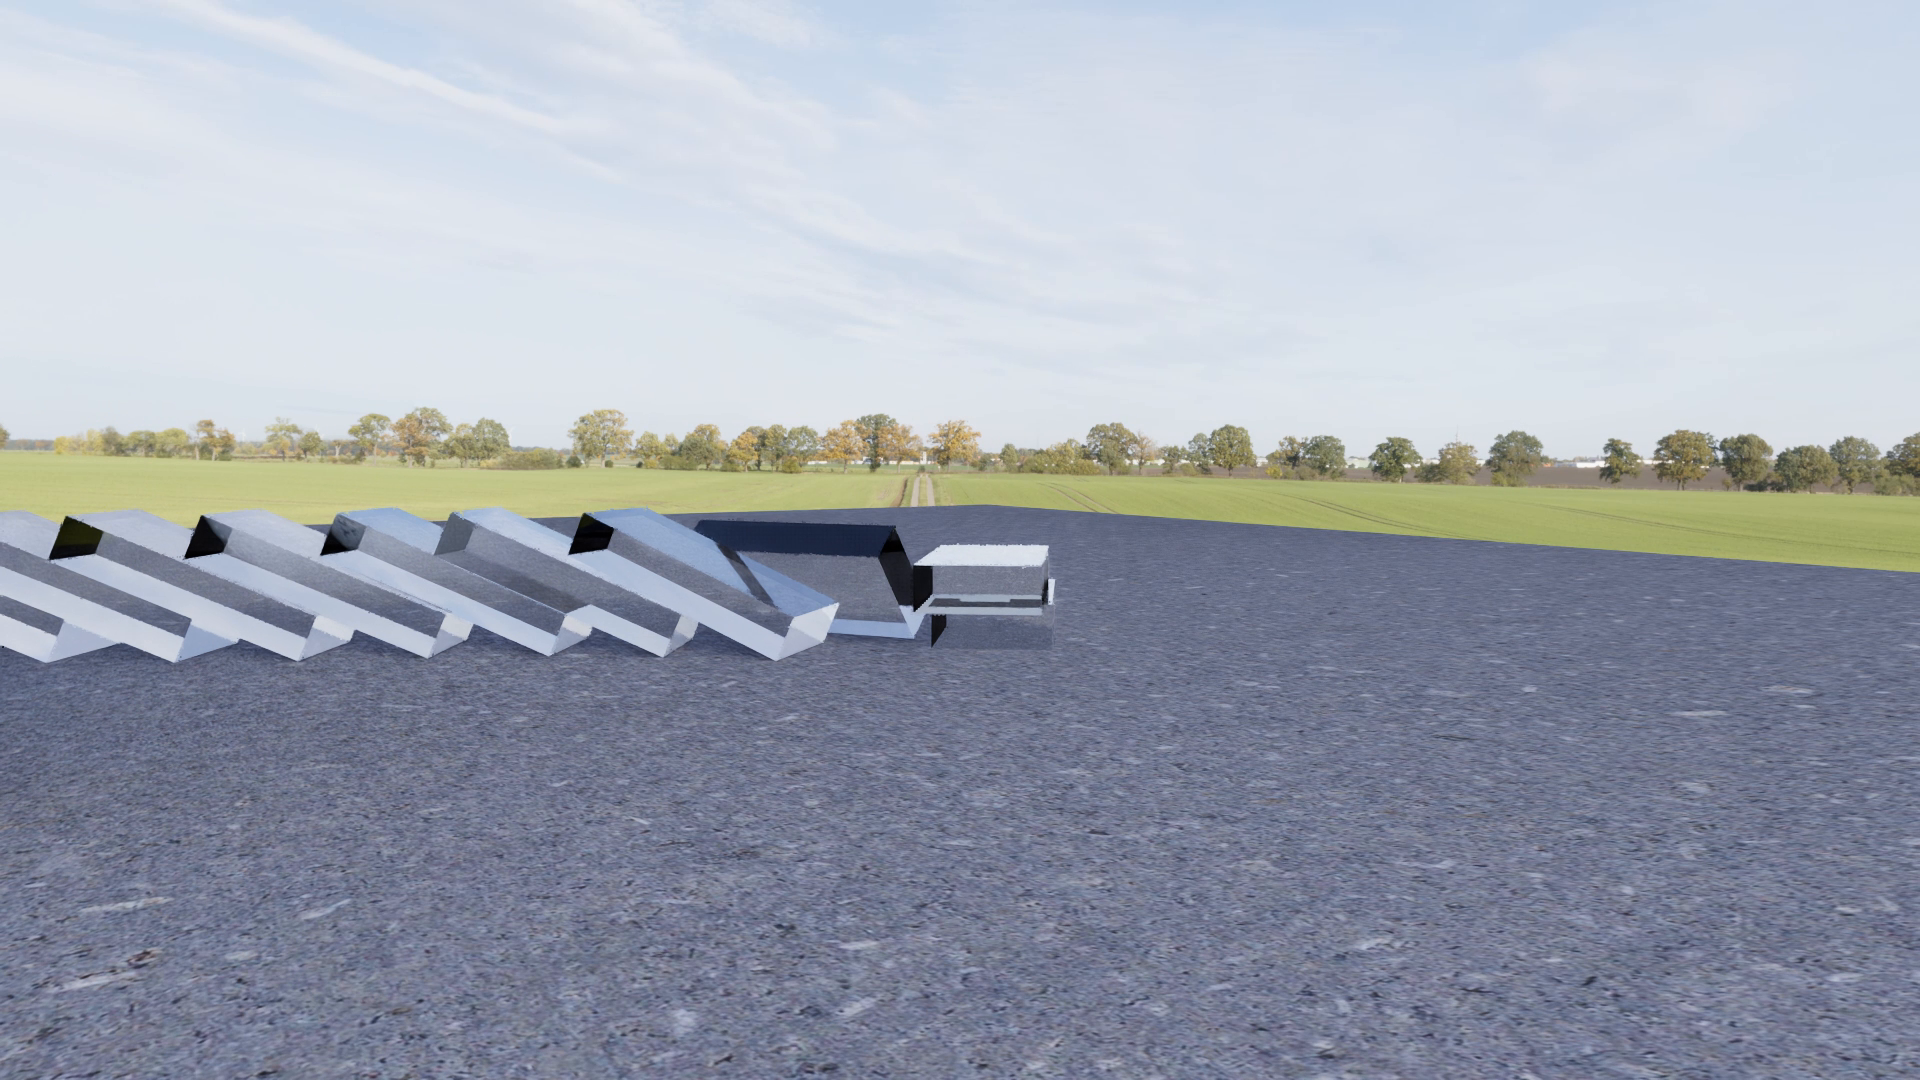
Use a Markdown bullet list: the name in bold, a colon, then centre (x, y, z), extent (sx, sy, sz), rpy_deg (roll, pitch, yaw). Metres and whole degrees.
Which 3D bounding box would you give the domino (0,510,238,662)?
- **domino**: centre (-0.175, 0.009, 0.260), extent (0.050, 0.010, 0.025), rpy_deg (23, 2, -5)

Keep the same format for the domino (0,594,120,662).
- **domino**: centre (-0.199, 0.009, 0.259), extent (0.050, 0.010, 0.025), rpy_deg (24, 2, -6)

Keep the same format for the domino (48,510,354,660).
- **domino**: centre (-0.151, 0.009, 0.261), extent (0.050, 0.009, 0.025), rpy_deg (23, 2, -5)

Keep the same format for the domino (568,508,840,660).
- **domino**: centre (-0.053, 0.008, 0.268), extent (0.050, 0.009, 0.025), rpy_deg (25, 10, 13)

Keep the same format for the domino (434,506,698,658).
- **domino**: centre (-0.080, 0.008, 0.268), extent (0.050, 0.009, 0.025), rpy_deg (24, 4, 0)

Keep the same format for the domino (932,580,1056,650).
- **domino**: centre (0.009, 0.016, 0.290), extent (0.025, 0.010, 0.050), rpy_deg (0, 4, 5)

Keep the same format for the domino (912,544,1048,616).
- **domino**: centre (0.006, 0.008, 0.273), extent (0.025, 0.009, 0.050), rpy_deg (0, 4, 6)

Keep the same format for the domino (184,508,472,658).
- **domino**: centre (-0.128, 0.008, 0.265), extent (0.050, 0.010, 0.025), rpy_deg (23, 2, -5)

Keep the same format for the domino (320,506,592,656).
- **domino**: centre (-0.103, 0.008, 0.269), extent (0.050, 0.010, 0.025), rpy_deg (24, 5, 0)

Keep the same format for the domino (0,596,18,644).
- **domino**: centre (-0.223, 0.008, 0.258), extent (0.050, 0.010, 0.025), rpy_deg (24, 1, -6)

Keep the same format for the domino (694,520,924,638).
- **domino**: centre (-0.035, 0.008, 0.286), extent (0.050, 0.025, 0.010), rpy_deg (2, 45, 25)
